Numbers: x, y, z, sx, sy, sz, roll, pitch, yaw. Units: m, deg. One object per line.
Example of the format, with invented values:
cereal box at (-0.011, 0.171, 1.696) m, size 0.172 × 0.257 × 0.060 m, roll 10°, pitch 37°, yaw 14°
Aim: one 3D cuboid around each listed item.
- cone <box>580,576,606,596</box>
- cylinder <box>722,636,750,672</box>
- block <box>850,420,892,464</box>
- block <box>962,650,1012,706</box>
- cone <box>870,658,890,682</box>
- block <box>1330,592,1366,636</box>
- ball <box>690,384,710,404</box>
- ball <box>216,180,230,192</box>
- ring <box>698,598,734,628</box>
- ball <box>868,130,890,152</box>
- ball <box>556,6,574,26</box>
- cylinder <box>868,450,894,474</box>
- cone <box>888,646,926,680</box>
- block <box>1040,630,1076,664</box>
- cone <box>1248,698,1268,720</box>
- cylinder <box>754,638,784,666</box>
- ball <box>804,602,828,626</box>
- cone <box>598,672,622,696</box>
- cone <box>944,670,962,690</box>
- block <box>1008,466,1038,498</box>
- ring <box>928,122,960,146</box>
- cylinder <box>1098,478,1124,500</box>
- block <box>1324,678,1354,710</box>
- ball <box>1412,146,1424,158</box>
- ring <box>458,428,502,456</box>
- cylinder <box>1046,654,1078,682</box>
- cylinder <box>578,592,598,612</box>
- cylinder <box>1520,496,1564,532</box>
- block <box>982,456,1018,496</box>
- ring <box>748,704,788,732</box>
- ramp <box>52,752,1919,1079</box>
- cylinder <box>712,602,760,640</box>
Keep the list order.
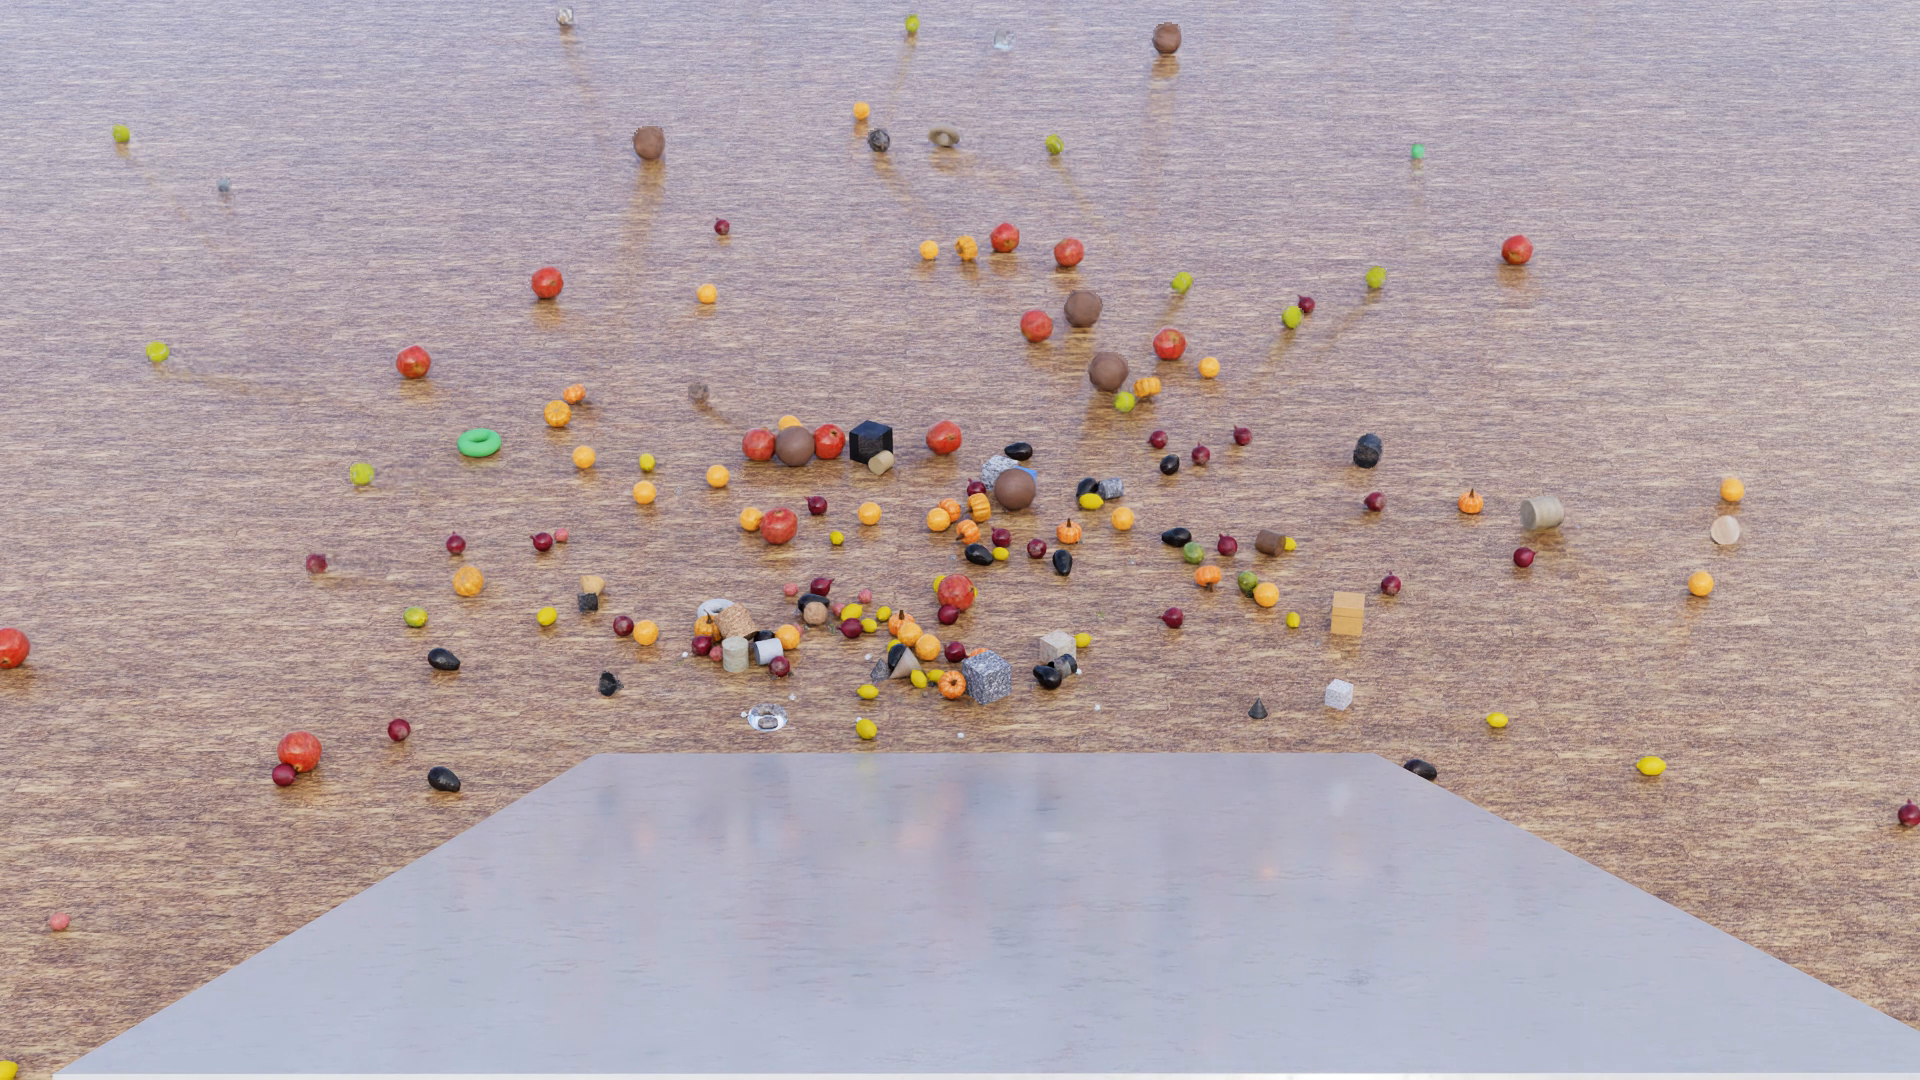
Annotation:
cone at (-1.067, 0.156, 7.475) m, size 0.078 × 0.078 × 0.078 m, roll 3°, pitch 57°, yaw 5°
cylinder at (-0.621, 0.317, 7.159) m, size 0.072 × 0.072 × 0.072 m, roll 0°, pitch 30°, yaw 0°
block at (-0.282, -0.306, 8.212) m, size 0.099 × 0.099 × 0.099 m, roll 18°, pitch 35°, yaw 29°
block at (0.072, 0.374, 7.037) m, size 0.096 × 0.096 × 0.096 m, roll -20°, pitch 36°, yaw -31°
cone at (-0.218, 0.347, 7.119) m, size 0.059 × 0.059 × 0.059 m, roll 0°, pitch 30°, yaw 0°
block at (1.099, 0.208, 7.333) m, size 0.087 × 0.087 × 0.087 m, roll 5°, pitch 30°, yaw 9°
ball at (-0.862, -0.486, 8.556) m, size 0.066 × 0.066 × 0.066 m, roll 0°, pitch 30°, yaw 0°
ball at (-2.883, -1.386, 10.131) m, size 0.051 × 0.051 × 0.051 m, roll 0°, pitch 30°, yaw 0°
ring at (-0.690, 0.208, 7.380) m, size 0.121 × 0.040 × 0.121 m, roll 1°, pitch 30°, yaw -1°
ball at (-0.327, -1.618, 10.494) m, size 0.089 × 0.089 × 0.089 m, roll 0°, pitch 30°, yaw 0°
ball at (-1.808, -2.396, 11.846) m, size 0.086 × 0.086 × 0.086 m, roll 0°, pitch 30°, yaw 0°
cylinder at (-0.247, -0.244, 8.143) m, size 0.060 × 0.060 × 0.060 m, roll 18°, pitch 35°, yaw 28°
cone at (-0.158, 0.357, 7.118) m, size 0.095 × 0.095 × 0.095 m, roll -33°, pitch 36°, yaw -3°
block at (0.272, 0.304, 7.182) m, size 0.071 × 0.071 × 0.071 m, roll -24°, pitch 38°, yaw -35°
cone at (0.802, 0.445, 6.956) m, size 0.054 × 0.054 × 0.054 m, roll 0°, pitch 30°, yaw 0°
cylinder at (-0.532, 0.309, 7.178) m, size 0.066 × 0.066 × 0.066 m, roll -11°, pitch 32°, yaw -18°
ball at (-0.410, 0.210, 7.348) m, size 0.069 × 0.069 × 0.069 m, roll 0°, pitch 30°, yaw 0°
cone at (-0.941, 0.394, 7.068) m, size 0.065 × 0.065 × 0.065 m, roll 23°, pitch 10°, yaw 34°
cone at (-0.030, 0.394, 7.075) m, size 0.052 × 0.052 × 0.052 m, roll 28°, pitch 66°, yaw 39°
block at (0.194, -0.179, 8.025) m, size 0.066 × 0.066 × 0.066 m, roll 15°, pitch 33°, yaw 24°
ring at (-0.064, -1.649, 10.524) m, size 0.130 × 0.130 × 0.043 m, roll 5°, pitch 61°, yaw 9°
cylinder at (0.465, -0.158, 7.994) m, size 0.061 × 0.061 × 0.061 m, roll -12°, pitch 32°, yaw -19°
block at (1.025, 0.419, 7.000) m, size 0.055 × 0.055 × 0.055 m, roll 19°, pitch 35°, yaw 29°
ball at (1.847, -1.566, 10.440) m, size 0.054 × 0.054 × 0.054 m, roll 0°, pitch 30°, yaw 0°
ring at (-1.538, -0.311, 8.274) m, size 0.140 × 0.047 × 0.140 m, roll 0°, pitch 31°, yaw 0°
cylinder at (0.281, 0.351, 7.113) m, size 0.060 × 0.060 × 0.060 m, roll -26°, pitch 39°, yaw -37°
cylinder at (-1.067, 0.180, 7.417) m, size 0.052 × 0.052 × 0.052 m, roll -7°, pitch 31°, yaw -13°
cylinder at (1.761, -0.079, 7.825) m, size 0.092 × 0.092 × 0.092 m, roll -9°, pitch 31°, yaw -15°
block at (0.125, -0.202, 8.048) m, size 0.083 × 0.083 × 0.083 m, roll 17°, pitch 34°, yaw 27°
ring at (-0.514, 0.474, 6.923) m, size 0.109 × 0.036 × 0.109 m, roll 1°, pitch 29°, yaw 0°
ramp at (0.067, 0.598, 4.657) m, size 2.000 × 0.100 × 4.000 m, roll 0°, pitch 0°, yaw 0°
cylinder at (-0.626, 0.239, 7.232) m, size 0.095 × 0.095 × 0.095 m, roll -24°, pitch 78°, yaw -36°
